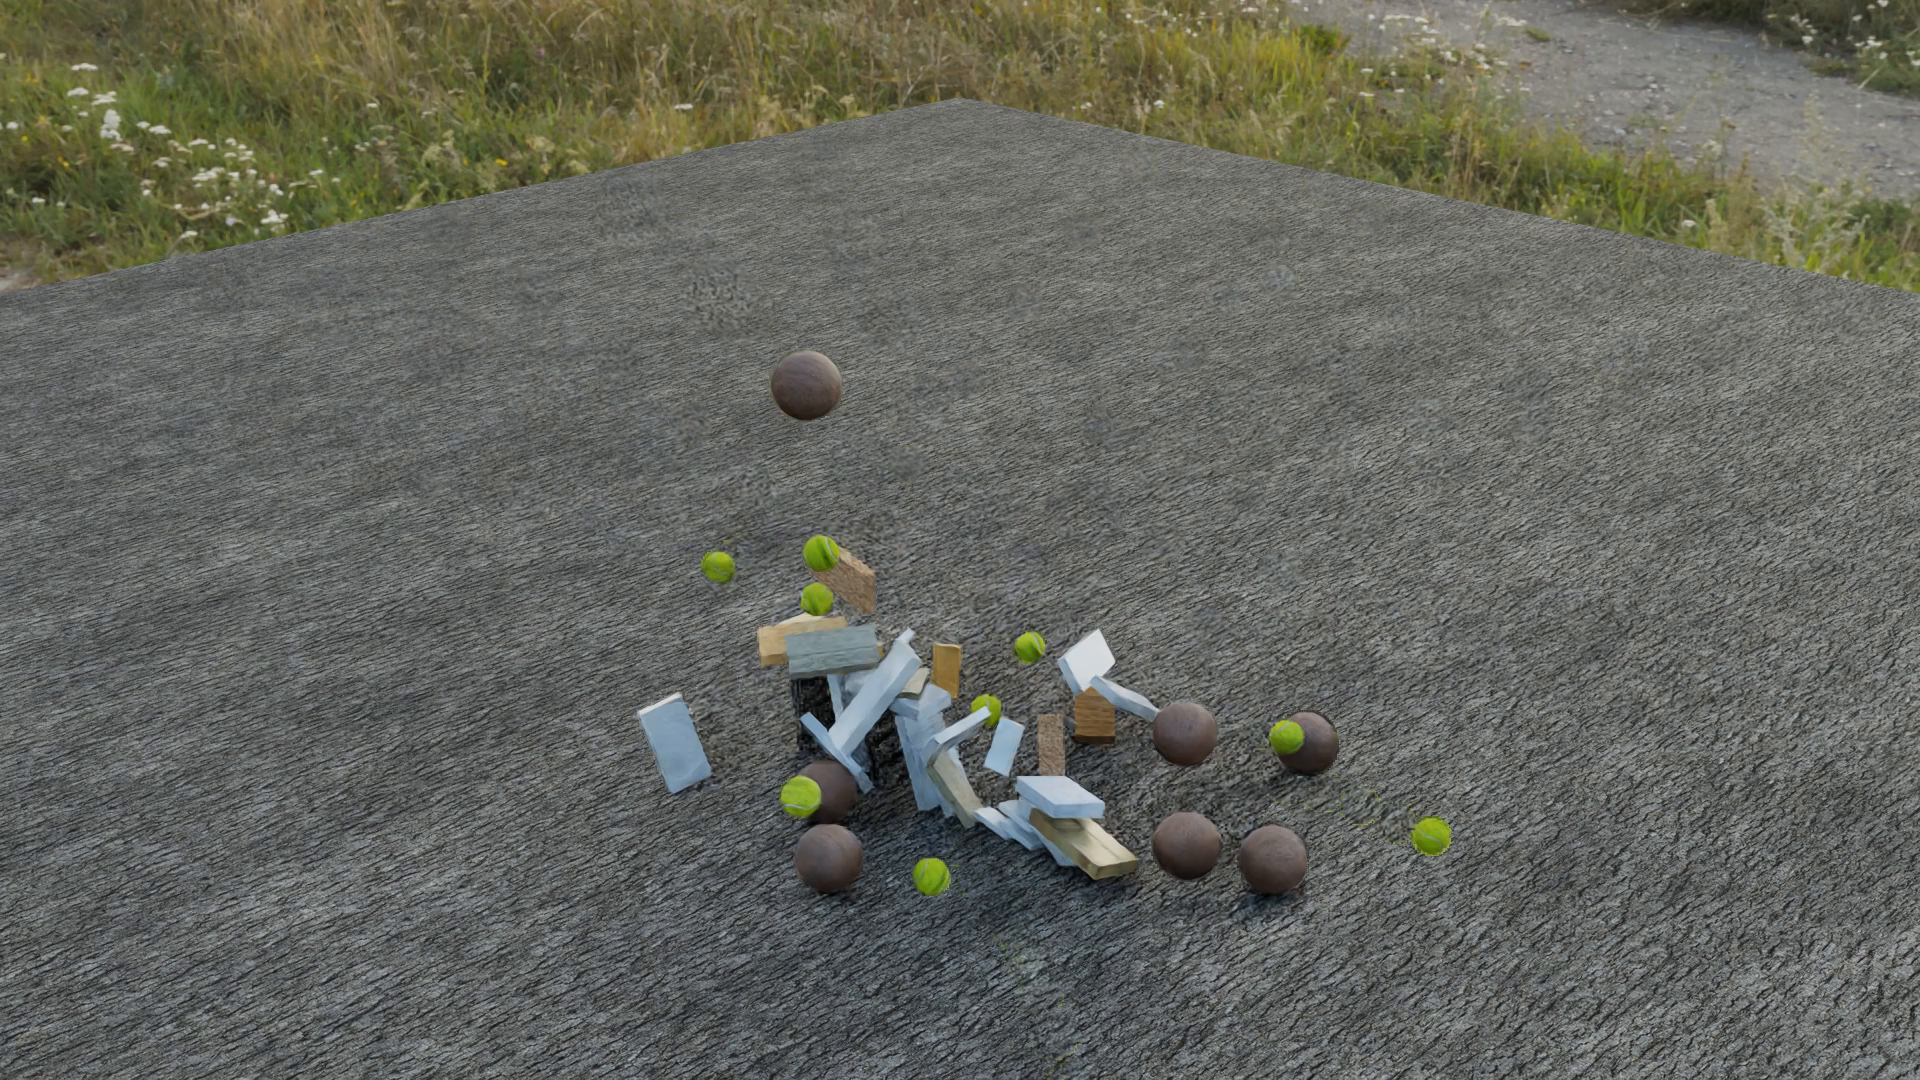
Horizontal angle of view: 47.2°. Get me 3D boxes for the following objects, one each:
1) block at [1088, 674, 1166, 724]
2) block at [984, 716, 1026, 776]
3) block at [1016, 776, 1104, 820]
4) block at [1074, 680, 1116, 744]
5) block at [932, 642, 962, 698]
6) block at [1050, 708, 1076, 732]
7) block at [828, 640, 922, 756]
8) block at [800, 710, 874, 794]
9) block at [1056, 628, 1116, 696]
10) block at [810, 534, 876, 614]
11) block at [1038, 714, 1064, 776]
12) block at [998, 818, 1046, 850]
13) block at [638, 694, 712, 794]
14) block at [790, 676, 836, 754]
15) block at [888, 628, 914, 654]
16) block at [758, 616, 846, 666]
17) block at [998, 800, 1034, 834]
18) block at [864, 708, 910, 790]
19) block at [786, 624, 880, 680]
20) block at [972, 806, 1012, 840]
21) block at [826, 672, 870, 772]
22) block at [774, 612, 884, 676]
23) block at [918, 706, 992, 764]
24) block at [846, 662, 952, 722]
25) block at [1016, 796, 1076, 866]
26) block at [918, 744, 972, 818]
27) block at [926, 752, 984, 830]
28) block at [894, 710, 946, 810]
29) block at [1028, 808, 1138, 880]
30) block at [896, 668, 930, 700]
[{"bbox_3d":[0.358,0.342,4.697,0.171,0.024,0.085,26,10,-43],"label":"block"},{"bbox_3d":[0.088,0.408,4.353,0.052,0.104,0.015,21,4,34],"label":"block"},{"bbox_3d":[0.195,0.504,4.320,0.104,0.029,0.208,1,9,-19],"label":"block"},{"bbox_3d":[0.293,0.372,4.780,0.086,0.024,0.171,3,42,-1],"label":"block"},{"bbox_3d":[-0.029,0.267,4.489,0.054,0.109,0.015,7,13,10],"label":"block"},{"bbox_3d":[0.221,0.383,4.697,0.052,0.015,0.104,31,2,-1],"label":"block"},{"bbox_3d":[-0.171,0.316,4.399,0.026,0.242,0.092,36,6,-25],"label":"block"},{"bbox_3d":[-0.253,0.438,4.524,0.026,0.092,0.185,-41,61,-10],"label":"block"},{"bbox_3d":[0.274,0.264,4.764,0.024,0.085,0.171,-24,6,35],"label":"block"},{"bbox_3d":[-0.238,0.068,4.467,0.026,0.091,0.183,-23,40,-33],"label":"block"},{"bbox_3d":[0.188,0.443,4.530,0.052,0.169,0.015,0,-14,-5],"label":"block"},{"bbox_3d":[0.125,0.580,4.344,0.047,0.013,0.095,-6,31,-45],"label":"block"},{"bbox_3d":[-0.584,0.418,4.517,0.092,0.184,0.026,-25,18,-21],"label":"block"},{"bbox_3d":[-0.302,0.328,4.692,0.114,0.229,0.032,-21,24,-41],"label":"block"},{"bbox_3d":[-0.132,0.235,4.482,0.015,0.109,0.054,35,33,11],"label":"block"},{"bbox_3d":[-0.323,0.208,4.551,0.183,0.026,0.091,-8,38,-2],"label":"block"},{"bbox_3d":[0.124,0.550,4.379,0.047,0.013,0.095,-4,30,-45],"label":"block"},{"bbox_3d":[-0.150,0.402,4.553,0.101,0.202,0.029,-21,17,-41],"label":"block"},{"bbox_3d":[-0.260,0.228,4.488,0.183,0.026,0.091,-8,58,-2],"label":"block"},{"bbox_3d":[0.075,0.564,4.384,0.047,0.013,0.094,-8,31,-46],"label":"block"},{"bbox_3d":[-0.206,0.366,4.604,0.114,0.229,0.032,-21,16,-41],"label":"block"},{"bbox_3d":[-0.282,0.216,4.621,0.229,0.032,0.114,22,31,40],"label":"block"},{"bbox_3d":[-0.009,0.388,4.384,0.151,0.076,0.021,-27,71,-40],"label":"block"},{"bbox_3d":[-0.126,0.308,4.483,0.202,0.029,0.101,21,31,37],"label":"block"},{"bbox_3d":[0.203,0.569,4.327,0.104,0.029,0.208,4,25,-27],"label":"block"},{"bbox_3d":[-0.025,0.477,4.453,0.076,0.151,0.021,-24,2,-42],"label":"block"},{"bbox_3d":[-0.011,0.498,4.410,0.021,0.151,0.076,-28,13,25],"label":"block"},{"bbox_3d":[-0.064,0.438,4.474,0.101,0.202,0.029,-22,11,-41],"label":"block"},{"bbox_3d":[0.236,0.580,4.247,0.104,0.029,0.208,-4,29,-39],"label":"block"},{"bbox_3d":[-0.098,0.291,4.469,0.054,0.015,0.109,5,25,9],"label":"block"}]
